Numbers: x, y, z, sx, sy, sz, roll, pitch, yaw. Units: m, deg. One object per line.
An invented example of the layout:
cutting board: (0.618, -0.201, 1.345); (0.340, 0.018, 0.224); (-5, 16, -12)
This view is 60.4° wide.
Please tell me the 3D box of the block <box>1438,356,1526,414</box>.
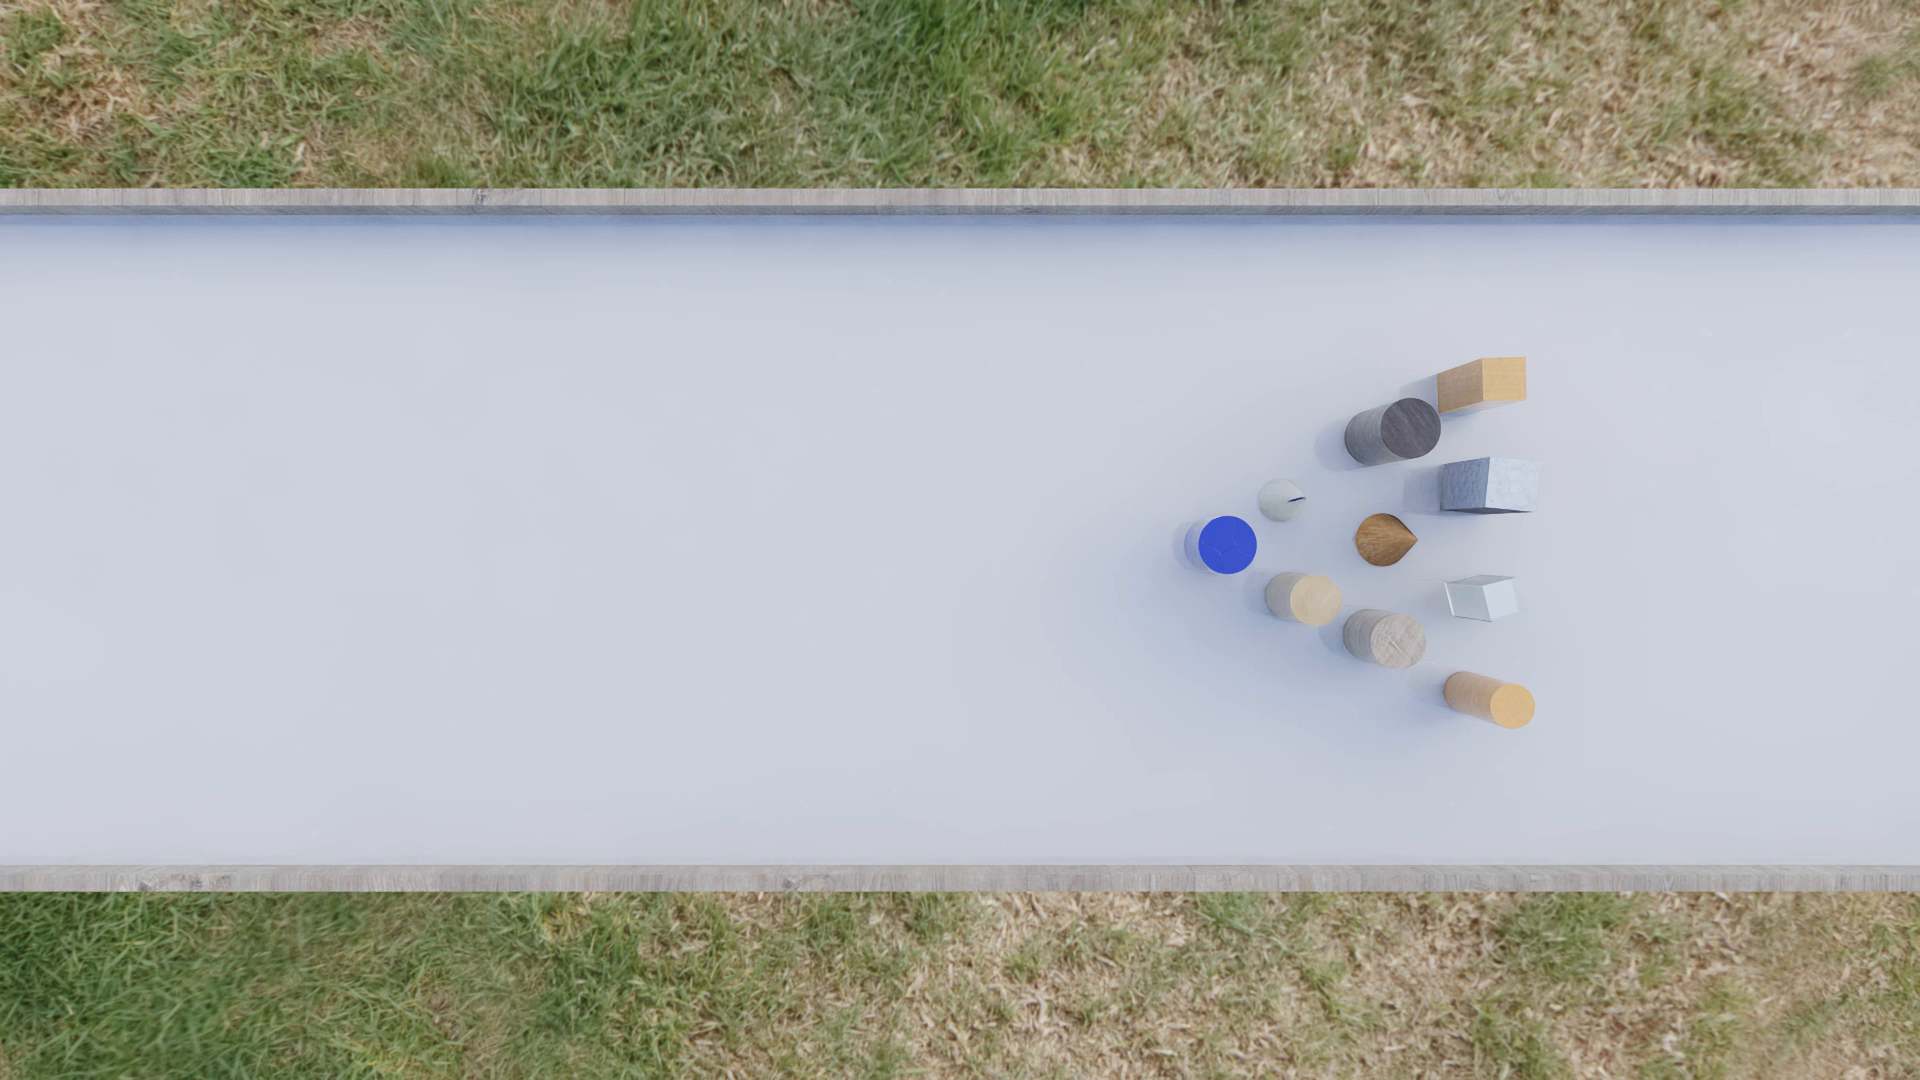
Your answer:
block: (1.531, -0.453, 4.857); (0.122, 0.439, 0.122); (-2, 90, 0)

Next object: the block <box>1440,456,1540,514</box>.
block: (1.554, -0.156, 4.856); (0.142, 0.441, 0.142); (6, 90, 0)

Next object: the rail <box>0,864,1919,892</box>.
rail: (-2.247, 1.025, 5.001); (12.000, 0.150, 0.050); (0, 90, 0)

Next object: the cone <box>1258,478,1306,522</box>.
cone: (0.986, -0.124, 4.881); (0.134, 0.390, 0.134); (0, 90, 0)

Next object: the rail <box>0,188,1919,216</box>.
rail: (-2.247, -1.025, 5.002); (12.000, 0.150, 0.050); (0, 90, 0)

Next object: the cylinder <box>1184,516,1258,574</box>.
cylinder: (0.775, 0.014, 4.925); (0.170, 0.303, 0.170); (0, 90, 0)

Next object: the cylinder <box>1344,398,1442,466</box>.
cylinder: (1.269, -0.315, 4.860); (0.172, 0.433, 0.172); (0, 90, 0)

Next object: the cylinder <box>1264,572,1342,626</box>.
cylinder: (1.011, 0.172, 4.882); (0.147, 0.389, 0.147); (0, 90, 0)

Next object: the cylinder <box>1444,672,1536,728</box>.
cylinder: (1.551, 0.467, 4.852); (0.127, 0.449, 0.127); (0, 90, 0)

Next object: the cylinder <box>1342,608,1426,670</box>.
cylinder: (1.258, 0.292, 4.903); (0.162, 0.347, 0.162); (0, 90, 0)

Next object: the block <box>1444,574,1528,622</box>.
block: (1.555, 0.170, 4.891); (0.106, 0.371, 0.106); (-14, 90, 0)

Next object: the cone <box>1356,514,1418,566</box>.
cone: (1.300, 0.000, 4.876); (0.164, 0.401, 0.164); (0, 90, 0)
